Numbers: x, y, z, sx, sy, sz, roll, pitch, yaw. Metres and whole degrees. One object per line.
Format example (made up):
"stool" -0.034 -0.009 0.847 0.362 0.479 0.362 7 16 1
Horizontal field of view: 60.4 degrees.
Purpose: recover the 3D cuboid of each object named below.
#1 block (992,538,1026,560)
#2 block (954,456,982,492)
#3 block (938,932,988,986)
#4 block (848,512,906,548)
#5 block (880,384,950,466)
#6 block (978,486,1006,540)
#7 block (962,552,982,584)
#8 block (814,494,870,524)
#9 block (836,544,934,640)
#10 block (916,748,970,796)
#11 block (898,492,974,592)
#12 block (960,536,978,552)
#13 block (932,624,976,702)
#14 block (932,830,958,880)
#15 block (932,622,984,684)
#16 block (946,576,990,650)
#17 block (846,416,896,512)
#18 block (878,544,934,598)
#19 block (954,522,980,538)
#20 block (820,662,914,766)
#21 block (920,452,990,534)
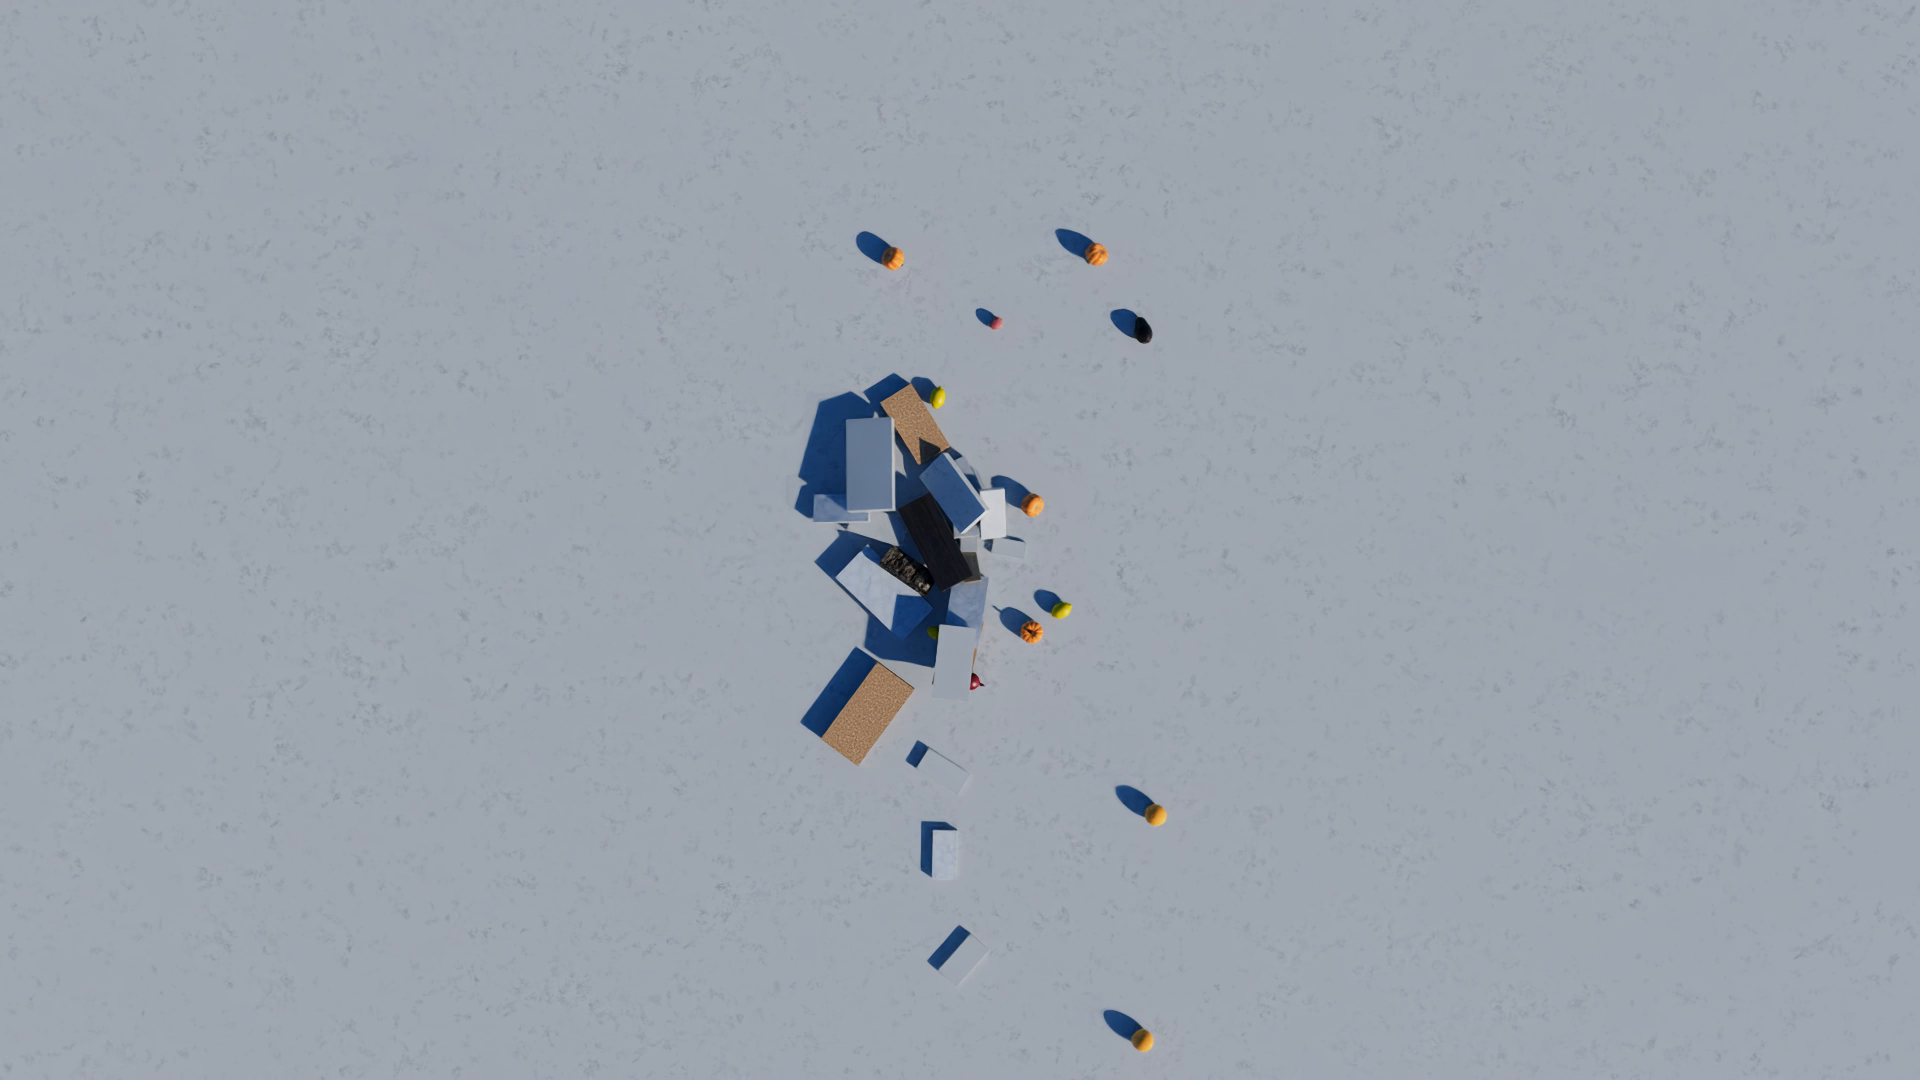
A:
"block" 0.163 0.026 5.492 0.111 0.016 0.055 11 90 0
"block" 0.015 -0.186 5.466 0.084 0.024 0.168 -25 81 -3
"block" 0.011 1.397 5.488 0.081 0.023 0.163 42 90 0
"block" -0.272 -0.049 5.487 0.187 0.027 0.094 17 90 0
"block" -0.149 -0.384 5.483 0.121 0.034 0.243 -32 90 0
"block" 0.106 -0.088 5.451 0.084 0.024 0.168 -6 111 -12
"block" 0.034 0.088 5.469 0.055 0.016 0.111 -8 67 -5
"block" -0.391 -0.104 5.465 0.187 0.027 0.094 -1 82 10
"block" -0.249 0.175 5.478 0.306 0.043 0.153 44 90 0
"block" -0.056 0.770 5.488 0.163 0.023 0.081 32 91 1
"block" -0.081 0.008 5.440 0.122 0.034 0.309 -28 84 2
"block" 0.030 -0.016 5.483 0.055 0.016 0.111 1 80 0
"block" -0.019 0.401 5.388 0.120 0.034 0.239 6 88 0
"block" -0.051 1.046 5.488 0.081 0.023 0.163 1 90 0
"block" -0.007 0.373 5.451 0.120 0.034 0.239 13 75 1
"block" 0.019 0.233 5.453 0.120 0.034 0.239 9 75 0
"block" -0.294 -0.247 5.433 0.153 0.043 0.306 -2 82 9
"block" -0.170 0.102 5.455 0.187 0.094 0.027 34 133 -1
"block" 0.016 -0.093 5.475 0.084 0.024 0.168 -5 81 0
"block" -0.306 0.577 5.478 0.153 0.043 0.316 36 90 0
"block" -0.019 -0.154 5.431 0.122 0.034 0.243 -42 75 25
